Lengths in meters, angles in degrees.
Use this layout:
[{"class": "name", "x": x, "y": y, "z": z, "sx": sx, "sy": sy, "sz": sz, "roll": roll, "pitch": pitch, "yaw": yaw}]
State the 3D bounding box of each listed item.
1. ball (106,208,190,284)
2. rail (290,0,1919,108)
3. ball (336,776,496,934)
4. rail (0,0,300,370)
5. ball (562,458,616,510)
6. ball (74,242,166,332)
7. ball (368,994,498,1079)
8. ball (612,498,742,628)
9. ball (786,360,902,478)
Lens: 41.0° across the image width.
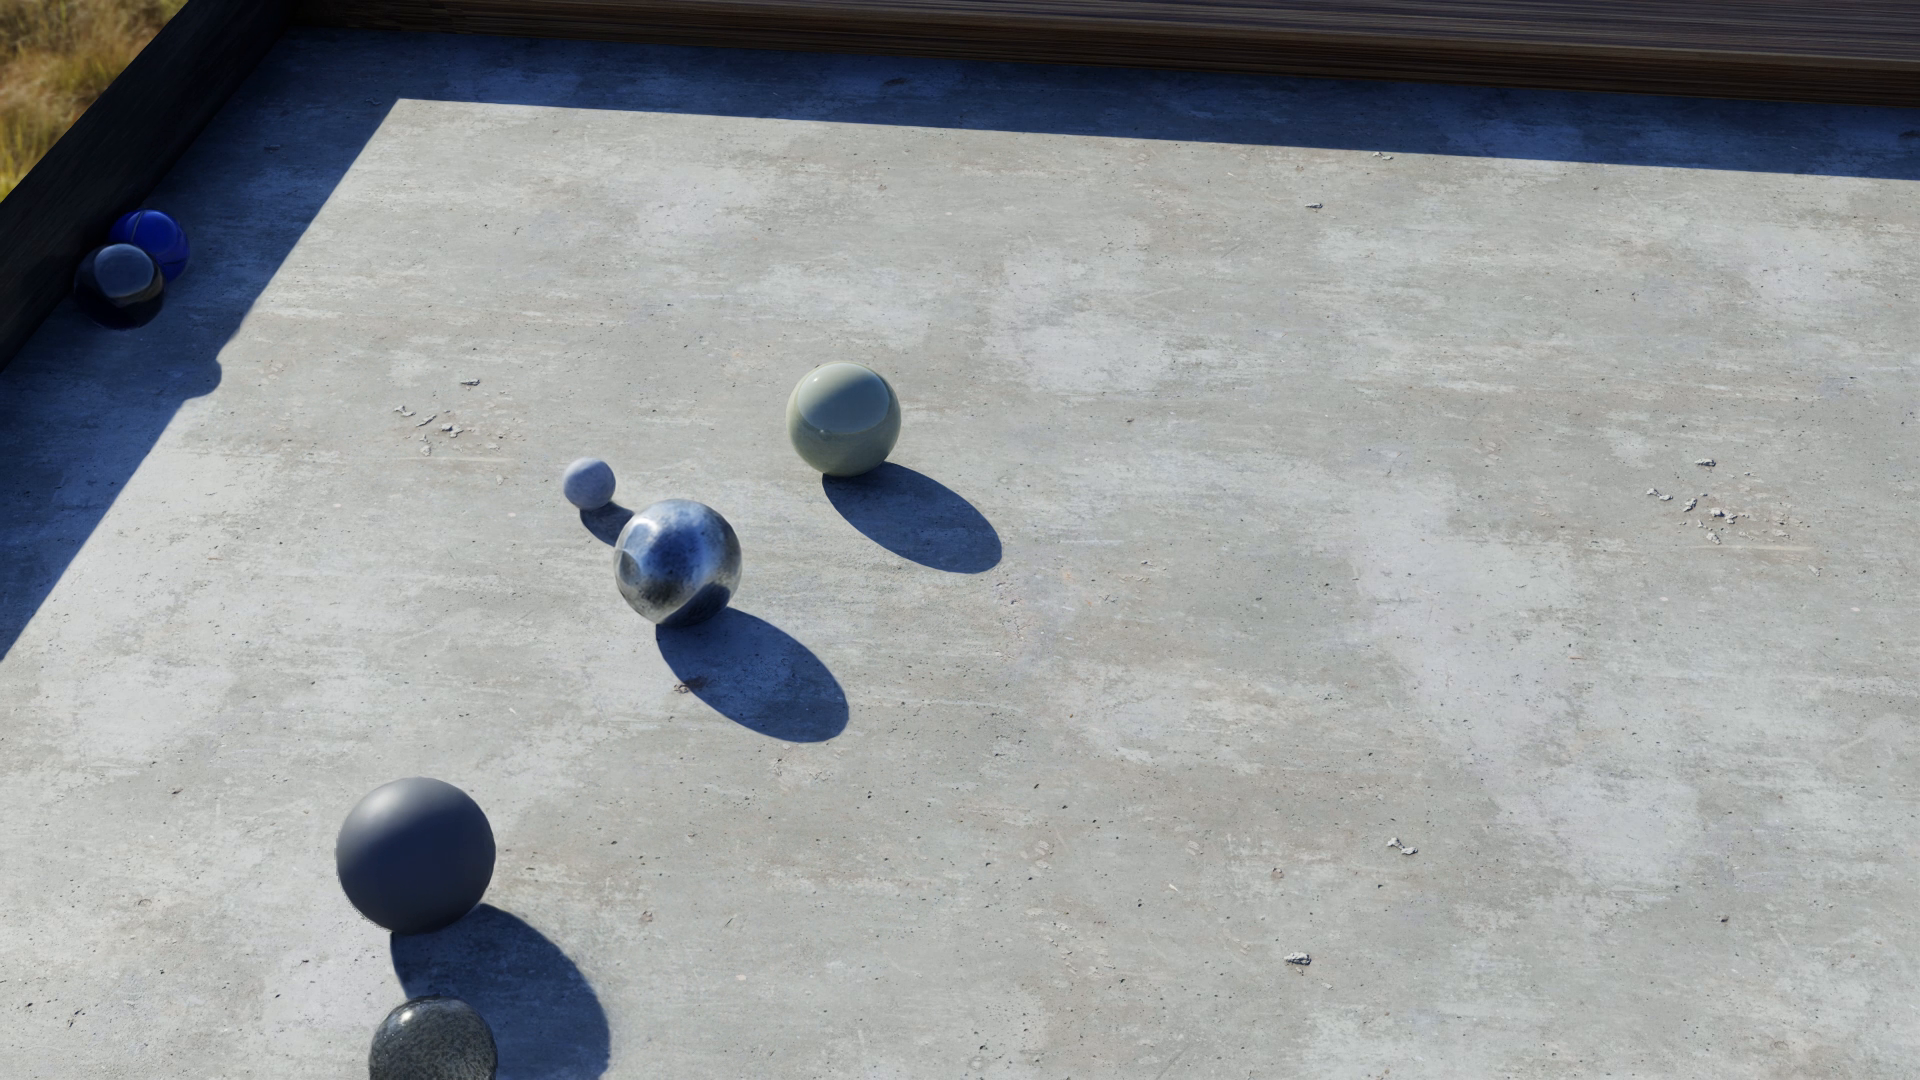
[{"class": "ball", "x": -0.709, "y": -0.254, "z": 2.239, "sx": 0.070, "sy": 0.070, "sz": 0.070, "roll": 0, "pitch": 35, "yaw": 0}, {"class": "rail", "x": 0.935, "y": -0.470, "z": 2.500, "sx": 3.325, "sy": 0.124, "sz": 0.045, "roll": 4, "pitch": 35, "yaw": 6}, {"class": "ball", "x": -0.333, "y": 0.193, "z": 1.573, "sx": 0.096, "sy": 0.096, "sz": 0.096, "roll": 0, "pitch": 35, "yaw": 0}, {"class": "rail", "x": -0.801, "y": -0.076, "z": 1.933, "sx": 0.045, "sy": 0.124, "sz": 1.842, "roll": 4, "pitch": 35, "yaw": 6}, {"class": "ball", "x": -0.283, "y": -0.043, "z": 1.961, "sx": 0.040, "sy": 0.040, "sz": 0.040, "roll": 0, "pitch": 35, "yaw": 0}, {"class": "ball", "x": -0.713, "y": -0.215, "z": 2.178, "sx": 0.076, "sy": 0.076, "sz": 0.076, "roll": 0, "pitch": 35, "yaw": 0}, {"class": "ball", "x": -0.298, "y": 0.293, "z": 1.448, "sx": 0.072, "sy": 0.072, "sz": 0.072, "roll": 0, "pitch": 35, "yaw": 0}, {"class": "ball", "x": -0.201, "y": 0.016, "z": 1.830, "sx": 0.092, "sy": 0.092, "sz": 0.092, "roll": 0, "pitch": 35, "yaw": 0}, {"class": "ball", "x": -0.090, "y": -0.094, "z": 1.990, "sx": 0.090, "sy": 0.090, "sz": 0.090, "roll": 0, "pitch": 35, "yaw": 0}]
